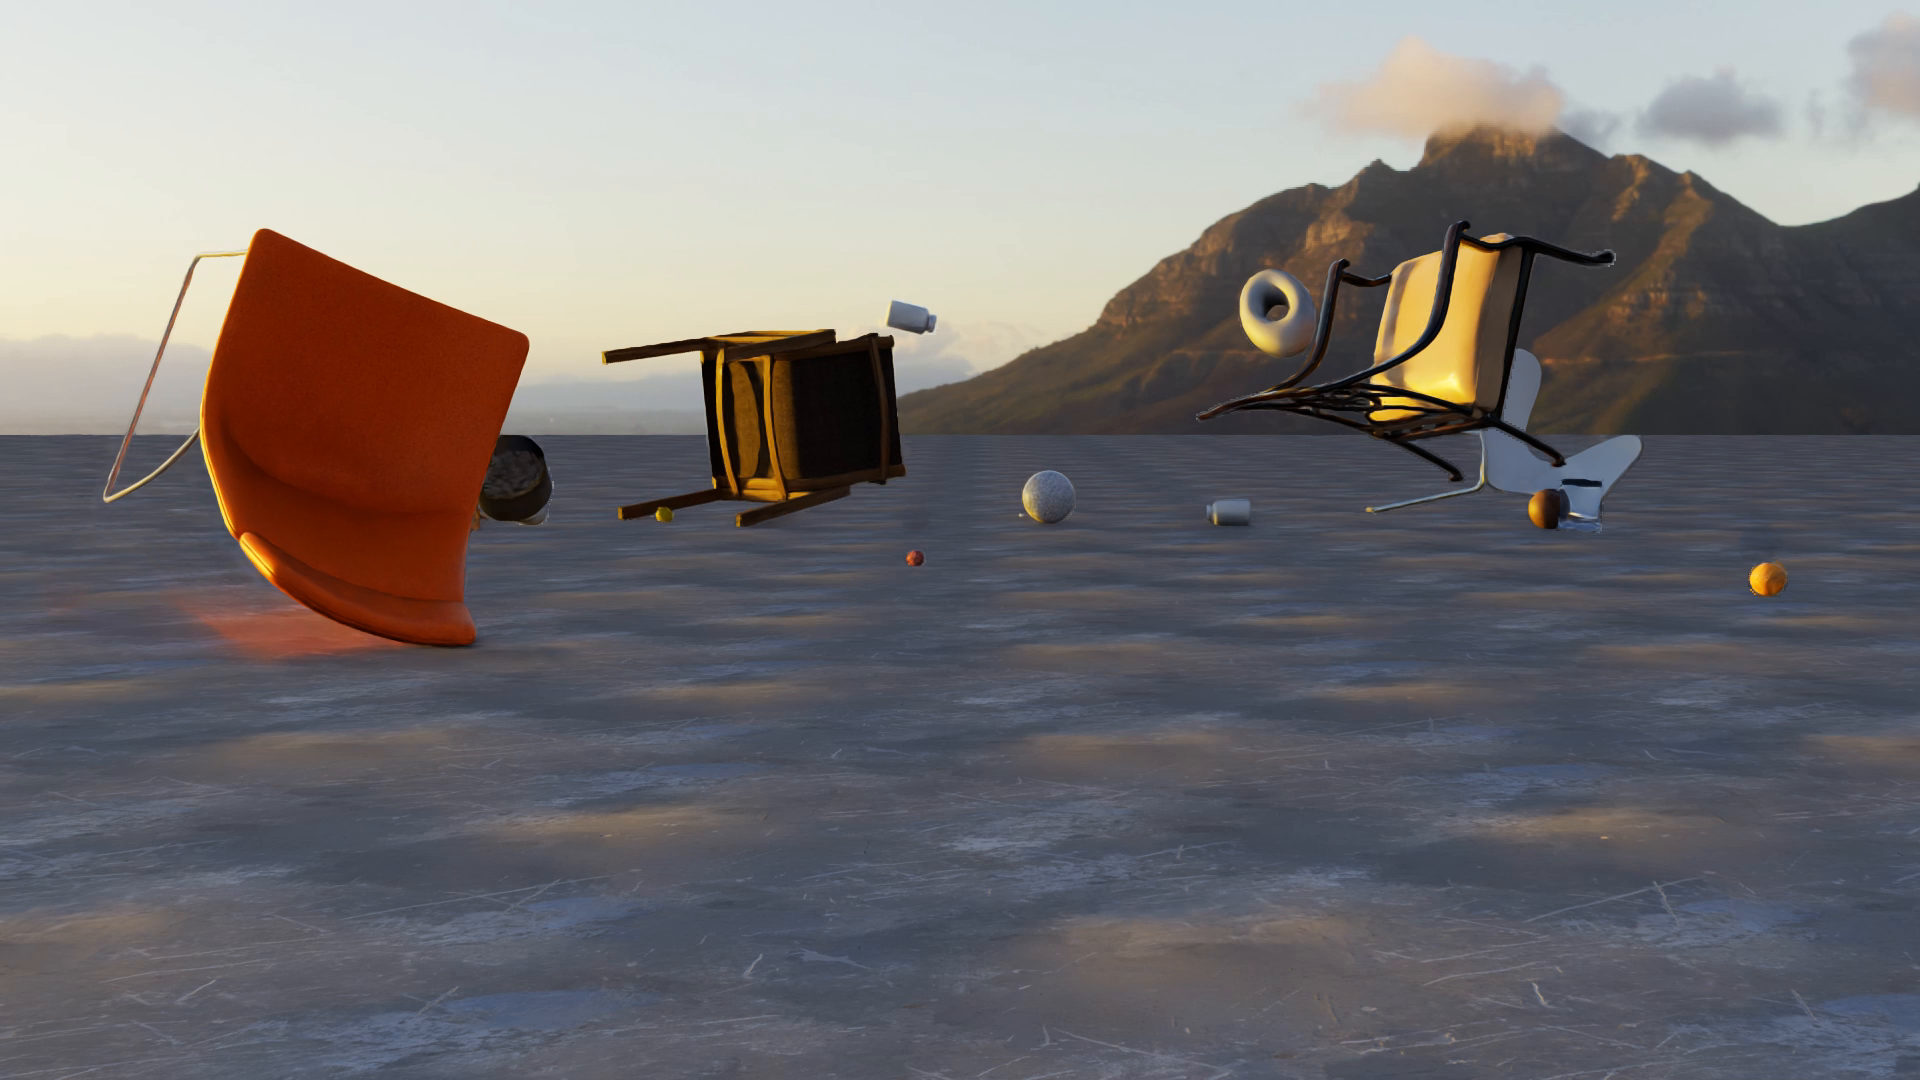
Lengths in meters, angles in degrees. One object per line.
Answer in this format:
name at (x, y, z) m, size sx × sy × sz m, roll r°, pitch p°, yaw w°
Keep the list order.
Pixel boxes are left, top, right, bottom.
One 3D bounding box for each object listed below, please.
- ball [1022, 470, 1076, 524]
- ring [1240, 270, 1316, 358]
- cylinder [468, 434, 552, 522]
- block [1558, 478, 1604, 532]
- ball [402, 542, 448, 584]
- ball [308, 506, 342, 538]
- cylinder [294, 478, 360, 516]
ball at (0.298, -0.145, 7.362) m, size 0.177 × 0.177 × 0.177 m, roll 0°, pitch 4°, yaw 0°
ring at (0.979, -0.701, 6.776) m, size 0.226 × 0.105 × 0.399 m, roll -23°, pitch 40°, yaw 10°
cylinder at (-1.407, -0.194, 6.886) m, size 0.235 × 0.220 × 0.160 m, roll -21°, pitch -28°, yaw -13°
block at (1.912, -0.108, 6.778) m, size 0.122 × 0.128 × 0.141 m, roll 4°, pitch -11°, yaw 15°
ball at (-1.226, 0.053, 5.044) m, size 0.099 × 0.099 × 0.099 m, roll 0°, pitch 4°, yaw 0°
ball at (-1.907, -0.054, 6.605) m, size 0.100 × 0.100 × 0.100 m, roll 0°, pitch 4°, yaw 0°
cylinder at (-1.955, -0.134, 6.790) m, size 0.138 × 0.088 × 0.163 m, roll 5°, pitch -10°, yaw 10°
